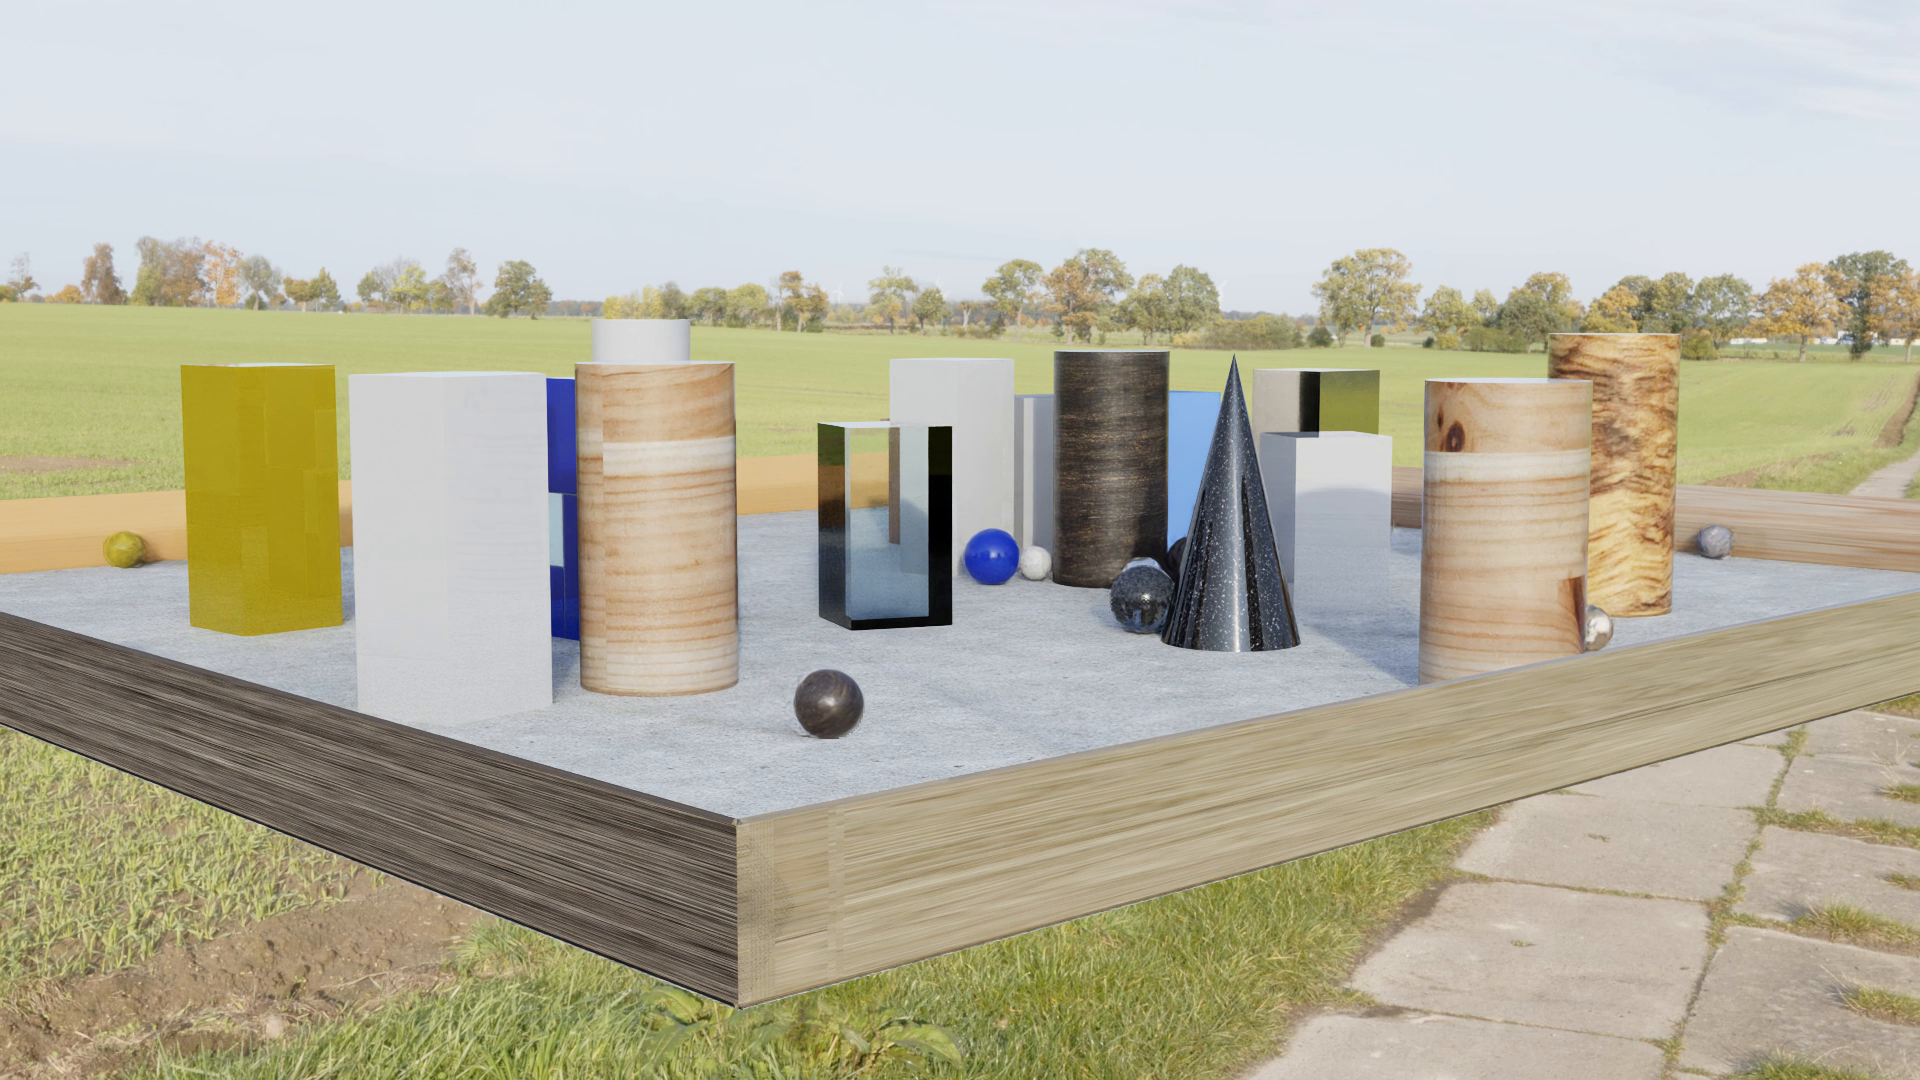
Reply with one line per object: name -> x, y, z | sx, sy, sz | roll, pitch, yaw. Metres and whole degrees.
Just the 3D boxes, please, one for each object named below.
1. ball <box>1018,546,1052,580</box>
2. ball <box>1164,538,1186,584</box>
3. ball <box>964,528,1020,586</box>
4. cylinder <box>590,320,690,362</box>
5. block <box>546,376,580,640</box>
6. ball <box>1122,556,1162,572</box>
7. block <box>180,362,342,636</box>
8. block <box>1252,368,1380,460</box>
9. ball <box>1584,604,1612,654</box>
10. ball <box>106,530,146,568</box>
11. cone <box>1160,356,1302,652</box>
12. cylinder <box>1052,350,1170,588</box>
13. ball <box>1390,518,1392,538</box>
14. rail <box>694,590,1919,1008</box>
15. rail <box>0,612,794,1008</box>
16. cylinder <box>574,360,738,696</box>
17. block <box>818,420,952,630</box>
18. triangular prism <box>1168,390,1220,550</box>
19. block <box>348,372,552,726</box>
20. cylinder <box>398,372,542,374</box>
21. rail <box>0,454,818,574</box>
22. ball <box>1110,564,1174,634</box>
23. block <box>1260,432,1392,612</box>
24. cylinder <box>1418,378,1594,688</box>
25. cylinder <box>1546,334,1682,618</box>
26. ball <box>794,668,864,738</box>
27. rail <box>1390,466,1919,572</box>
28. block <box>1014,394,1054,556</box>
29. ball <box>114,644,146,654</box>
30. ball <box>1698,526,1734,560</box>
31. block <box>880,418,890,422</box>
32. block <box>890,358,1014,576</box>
ball -> 0.123, 0.039, 3.585 | 0.056, 0.056, 0.056 | 0, 6, 0
ball -> 0.365, 0.038, 3.433 | 0.089, 0.089, 0.089 | 0, 6, 0
ball -> 0.052, 0.026, 3.530 | 0.092, 0.092, 0.092 | 0, 6, 0
cylinder -> -0.605, -0.209, 4.189 | 0.187, 0.420, 0.187 | 0, 6, 0
block -> -0.455, -0.044, 2.974 | 0.149, 0.350, 0.149 | 6, 8, 43
ball -> 0.278, 0.058, 3.347 | 0.067, 0.067, 0.067 | 0, 6, 0
block -> -0.972, -0.061, 3.063 | 0.149, 0.365, 0.149 | 6, 8, 43
block -> 0.598, -0.117, 3.710 | 0.149, 0.339, 0.149 | -5, 8, -39
ball -> 0.802, 0.114, 2.819 | 0.067, 0.067, 0.067 | 0, 6, 0
ball -> -1.423, 0.016, 3.751 | 0.065, 0.065, 0.065 | 0, 6, 0
cone -> 0.362, -0.056, 2.920 | 0.187, 0.385, 0.187 | 0, 6, 0
cylinder -> 0.244, -0.118, 3.558 | 0.187, 0.374, 0.187 | 0, 6, 0
ball -> 0.740, -0.023, 3.996 | 0.092, 0.092, 0.092 | 0, 6, 0
rail -> 0.893, 0.134, 2.370 | 2.856, 0.121, 0.045 | -6, 8, -42
rail -> -1.032, 0.132, 2.385 | 0.045, 0.121, 2.681 | -6, 8, -42
cylinder -> -0.356, -0.019, 2.592 | 0.187, 0.380, 0.187 | 0, 6, 0
block -> -0.107, -0.024, 3.114 | 0.149, 0.280, 0.149 | -2, 6, -21
triangular prism -> 0.367, -0.120, 3.950 | 0.162, 0.294, 0.140 | -1, 6, -12
block -> -0.561, 0.003, 2.427 | 0.149, 0.371, 0.149 | 4, 7, 35
cylinder -> -0.617, -0.028, 2.762 | 0.187, 0.362, 0.187 | 0, 6, 0
rail -> -0.893, -0.070, 4.295 | 2.856, 0.121, 0.045 | -6, 8, -42
ball -> 0.252, 0.081, 3.010 | 0.093, 0.093, 0.093 | 0, 6, 0
block -> 0.544, -0.030, 3.290 | 0.149, 0.255, 0.149 | -1, 6, -13
cylinder -> 0.626, -0.003, 2.529 | 0.187, 0.361, 0.187 | 0, 6, 0
cylinder -> 0.955, -0.100, 3.233 | 0.187, 0.405, 0.187 | 0, 6, 0
ball -> -0.136, 0.169, 2.276 | 0.072, 0.072, 0.072 | 0, 6, 0
rail -> 1.032, -0.069, 4.279 | 0.045, 0.121, 2.681 | -6, 8, -42
block -> 0.145, -0.112, 3.910 | 0.149, 0.288, 0.149 | -3, 7, -26
ball -> -0.895, 0.154, 2.334 | 0.090, 0.090, 0.090 | 0, 6, 0
ball -> 1.339, 0.004, 3.895 | 0.060, 0.060, 0.060 | 0, 6, 0
block -> -0.054, -0.113, 4.174 | 0.149, 0.233, 0.149 | -3, 7, -25
block -> -0.013, -0.129, 3.737 | 0.149, 0.357, 0.149 | 5, 8, 40
